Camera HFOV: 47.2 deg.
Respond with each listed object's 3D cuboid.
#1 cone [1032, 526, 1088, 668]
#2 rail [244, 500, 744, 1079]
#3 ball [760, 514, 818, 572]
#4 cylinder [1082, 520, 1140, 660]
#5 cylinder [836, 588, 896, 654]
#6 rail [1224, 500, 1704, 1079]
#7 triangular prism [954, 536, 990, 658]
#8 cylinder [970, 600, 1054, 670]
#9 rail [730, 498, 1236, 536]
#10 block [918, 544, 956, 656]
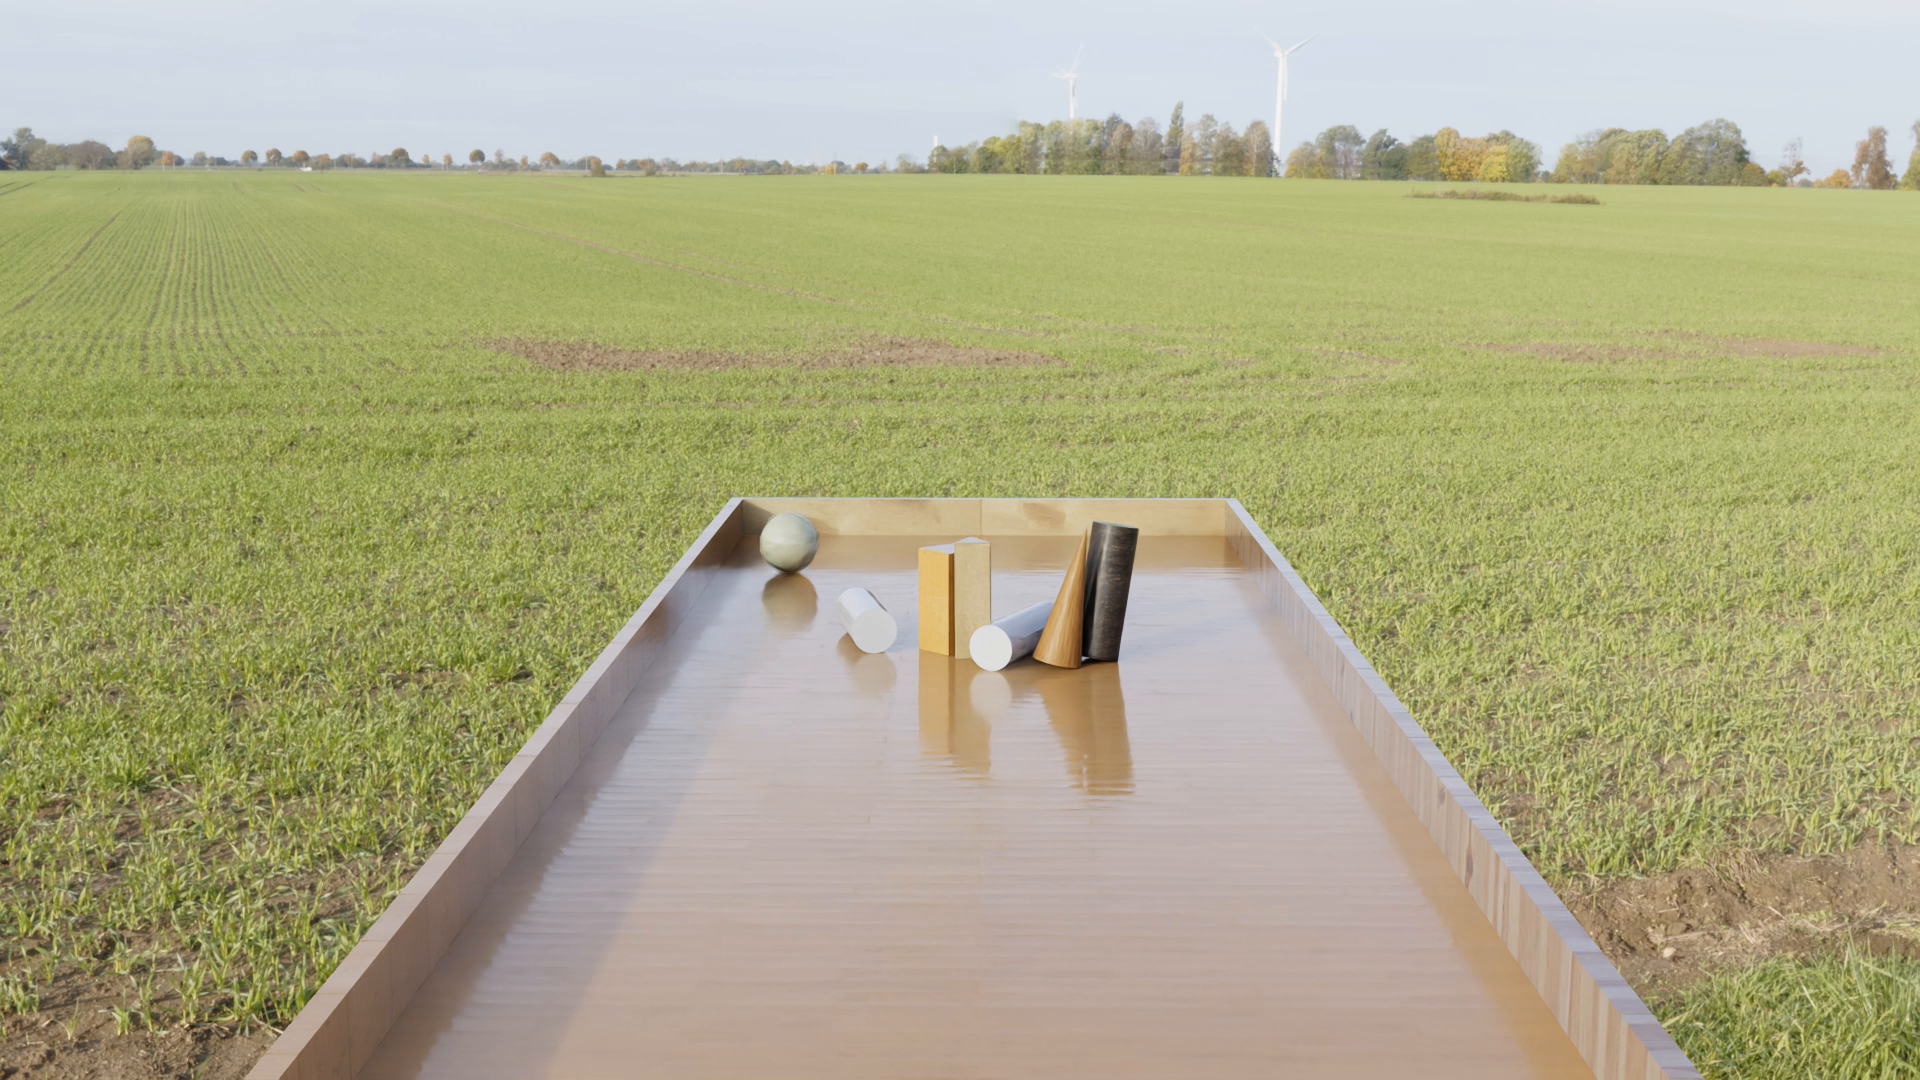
[{"bbox_3d":[0.336,0.160,6.584,0.151,0.422,0.151,12,7,-2],"label":"cone"},{"bbox_3d":[-1.004,0.839,3.234,0.050,0.150,12.000,0,9,1],"label":"rail"},{"bbox_3d":[-0.640,0.011,8.235,0.221,0.221,0.221,0,9,0],"label":"ball"},{"bbox_3d":[0.442,0.154,6.683,0.143,0.406,0.143,9,4,-1],"label":"cylinder"},{"bbox_3d":[-0.300,0.252,6.969,0.141,0.141,0.376,-2,9,-11],"label":"cylinder"},{"bbox_3d":[1.046,0.843,3.208,0.050,0.150,12.000,0,9,1],"label":"rail"},{"bbox_3d":[0.037,0.176,6.733,0.109,0.360,0.094,-1,12,-3],"label":"triangular prism"},{"bbox_3d":[0.181,0.291,6.734,0.139,0.139,0.430,4,10,24],"label":"cylinder"},{"bbox_3d":[0.099,-0.098,9.147,2.100,0.150,0.050,0,9,1],"label":"rail"},{"bbox_3d":[-0.027,0.183,6.834,0.144,0.319,0.144,-8,12,-40],"label":"block"}]
